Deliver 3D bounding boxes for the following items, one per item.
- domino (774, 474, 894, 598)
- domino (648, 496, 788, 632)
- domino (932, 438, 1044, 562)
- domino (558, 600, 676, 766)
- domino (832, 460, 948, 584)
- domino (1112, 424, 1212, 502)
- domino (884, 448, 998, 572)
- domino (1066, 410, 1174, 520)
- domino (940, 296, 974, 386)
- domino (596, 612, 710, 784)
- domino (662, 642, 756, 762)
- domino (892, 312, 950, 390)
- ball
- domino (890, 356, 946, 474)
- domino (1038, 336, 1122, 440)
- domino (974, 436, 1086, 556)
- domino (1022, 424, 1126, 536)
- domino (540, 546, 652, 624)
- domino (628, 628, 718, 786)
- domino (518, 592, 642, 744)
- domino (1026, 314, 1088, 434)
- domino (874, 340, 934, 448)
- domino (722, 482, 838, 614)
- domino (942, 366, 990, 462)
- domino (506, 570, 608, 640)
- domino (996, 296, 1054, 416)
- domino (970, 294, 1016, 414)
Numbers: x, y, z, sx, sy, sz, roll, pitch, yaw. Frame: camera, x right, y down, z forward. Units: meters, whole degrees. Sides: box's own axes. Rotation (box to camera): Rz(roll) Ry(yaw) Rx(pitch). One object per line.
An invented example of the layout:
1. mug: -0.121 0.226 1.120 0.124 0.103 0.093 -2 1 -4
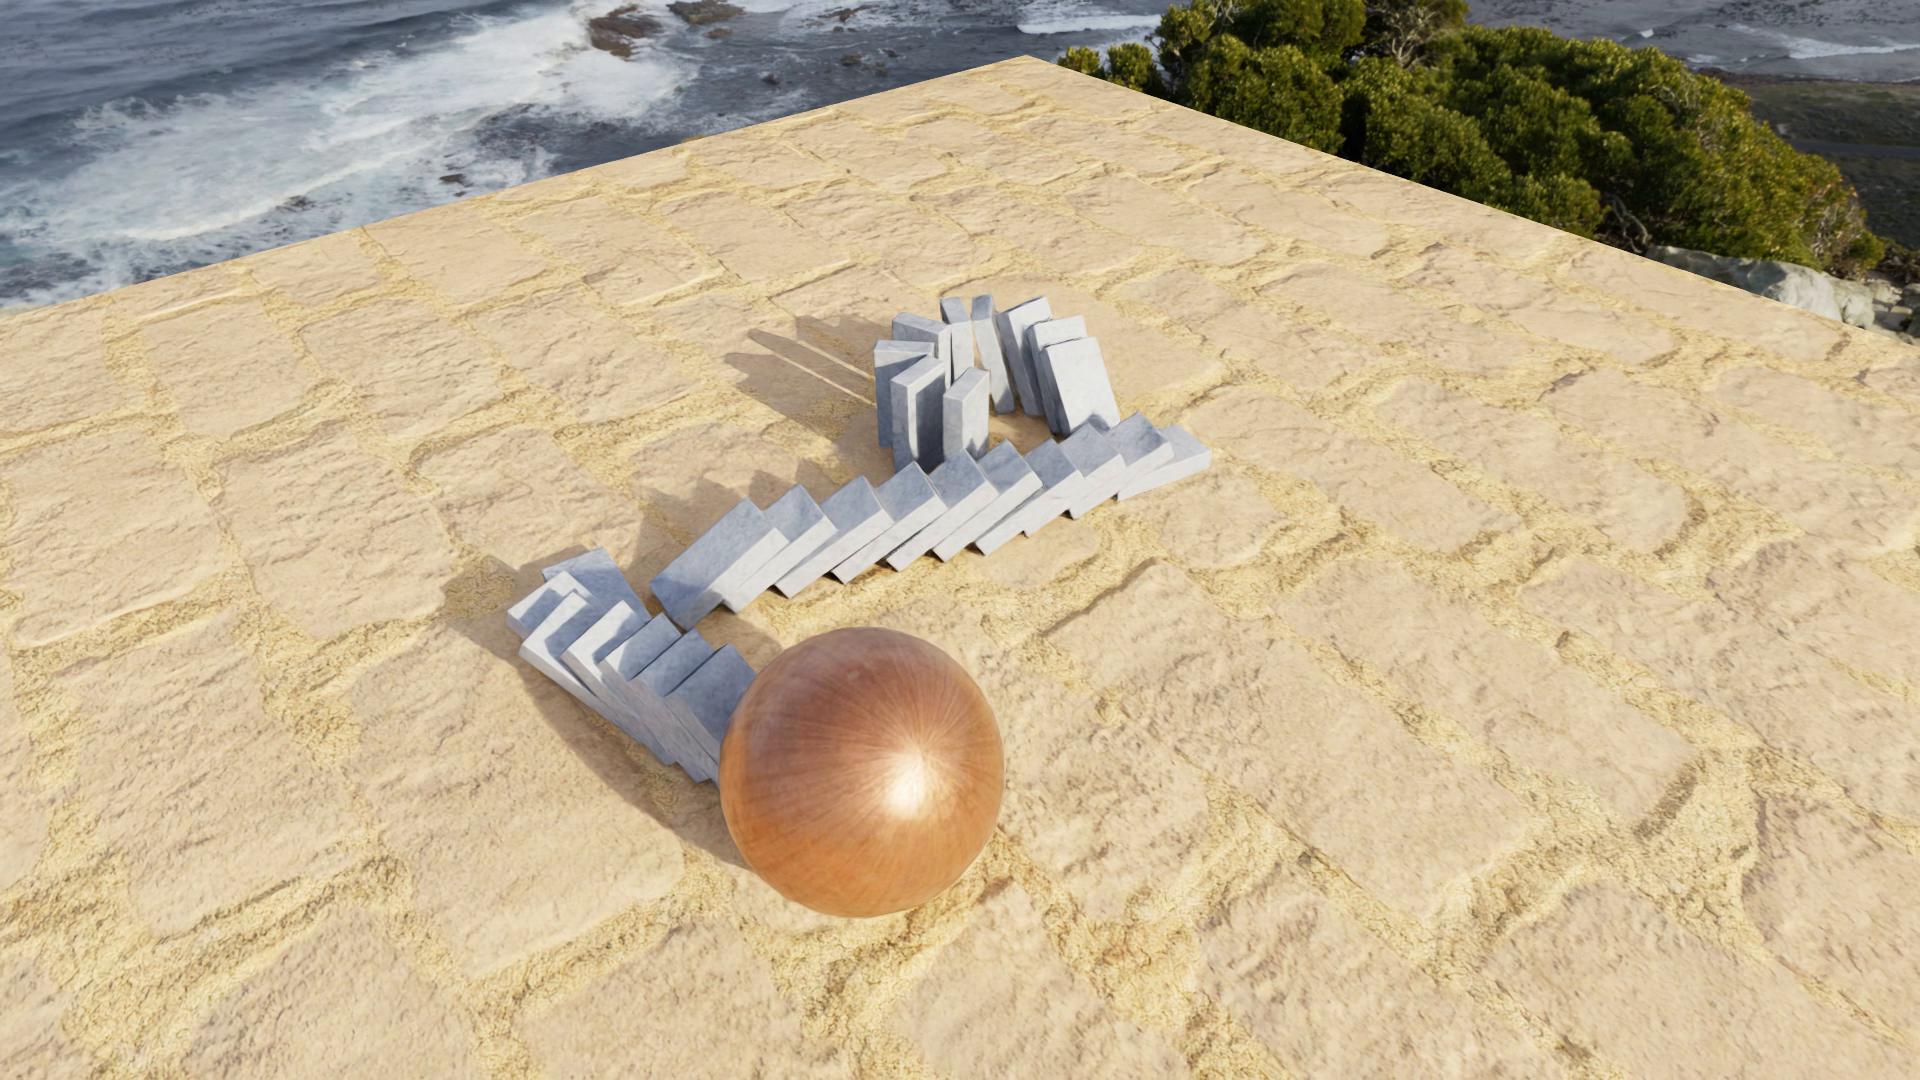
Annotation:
1. domino: -0.052 -0.002 0.428 0.050 0.010 0.025 -35 44 2
2. domino: -0.092 0.009 0.415 0.050 0.010 0.025 -42 48 -6
3. domino: 0.006 -0.016 0.443 0.050 0.010 0.025 -38 44 5
4. domino: -0.104 0.047 0.361 0.050 0.010 0.025 49 48 -10
5. domino: -0.032 -0.007 0.434 0.050 0.009 0.025 -36 44 4
6. domino: 0.083 -0.035 0.486 0.050 0.010 0.025 -20 43 -22
7. domino: -0.011 -0.012 0.438 0.050 0.009 0.025 -38 44 5
8. domino: 0.062 -0.032 0.467 0.050 0.010 0.025 -32 46 -1
9. domino: -0.001 -0.085 0.515 0.009 0.050 0.025 -10 40 -6
10. domino: -0.091 0.051 0.356 0.050 0.010 0.025 52 48 -8
11. domino: -0.067 0.060 0.345 0.050 0.010 0.025 52 49 -8
12. domino: -0.017 -0.078 0.506 0.025 0.050 0.009 20 44 23
13. ball: -0.027 0.064 0.309 0.080 0.080 0.080 0 39 0
14. domino: -0.018 -0.051 0.474 0.009 0.050 0.025 25 46 28
15. domino: 0.055 -0.065 0.496 0.025 0.050 0.009 -15 -3 -18
16. domino: 0.024 -0.018 0.447 0.050 0.010 0.025 -36 44 4
17. domino: 0.041 -0.025 0.459 0.050 0.009 0.025 -35 46 -2
18. domino: -0.137 0.024 0.415 0.025 0.010 0.050 -23 45 -26
19. domino: -0.079 0.055 0.351 0.050 0.010 0.025 51 48 -8
20. domino: -0.119 0.043 0.369 0.050 0.010 0.025 38 50 -6
21. domino: 0.049 -0.076 0.508 0.025 0.050 0.010 -15 5 -18
22. domino: -0.024 -0.064 0.490 0.025 0.050 0.009 4 40 5
23. domino: -0.074 0.003 0.423 0.050 0.009 0.025 -40 48 -3
24. domino: 0.003 -0.045 0.466 0.010 0.050 0.025 17 42 20
25. domino: -0.130 0.036 0.384 0.050 0.010 0.025 40 49 6
26. domino: 0.036 -0.086 0.518 0.025 0.050 0.009 -29 20 -32
27. domino: 0.016 -0.087 0.517 0.009 0.050 0.025 -10 37 11
